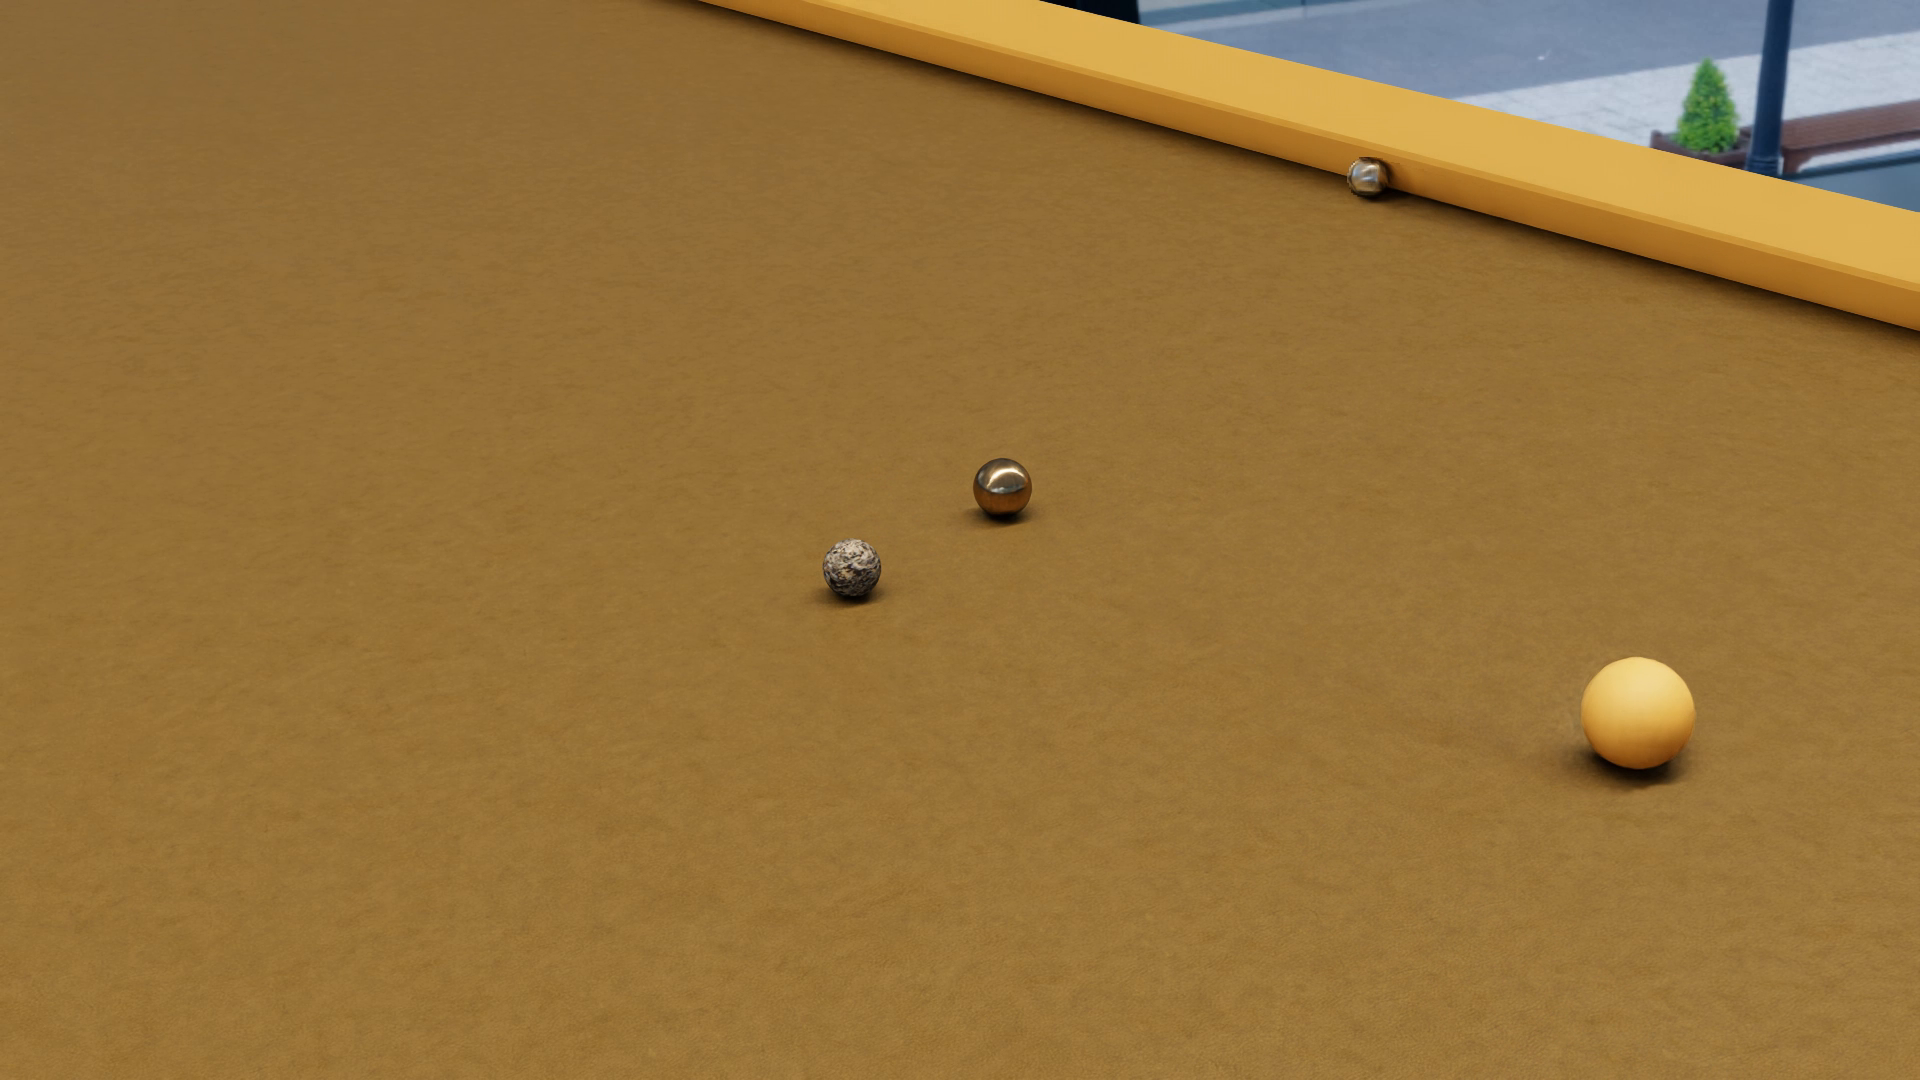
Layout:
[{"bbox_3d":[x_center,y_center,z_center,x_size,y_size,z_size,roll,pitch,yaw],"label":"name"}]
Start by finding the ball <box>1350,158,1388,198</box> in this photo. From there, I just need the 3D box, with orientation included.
[{"bbox_3d":[0.455,-0.403,3.271,0.043,0.043,0.043,0,24,0],"label":"ball"}]

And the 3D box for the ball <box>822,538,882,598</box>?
[{"bbox_3d":[-0.084,0.022,2.297,0.046,0.046,0.046,0,24,0],"label":"ball"}]

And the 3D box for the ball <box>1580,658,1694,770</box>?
[{"bbox_3d":[0.468,0.120,2.034,0.077,0.077,0.077,0,24,0],"label":"ball"}]

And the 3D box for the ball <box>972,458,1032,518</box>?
[{"bbox_3d":[0.035,-0.043,2.442,0.049,0.049,0.049,0,24,0],"label":"ball"}]

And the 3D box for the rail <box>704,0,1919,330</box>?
[{"bbox_3d":[0.069,-0.615,3.665,0.045,0.114,4.098,-21,31,-39],"label":"rail"}]
